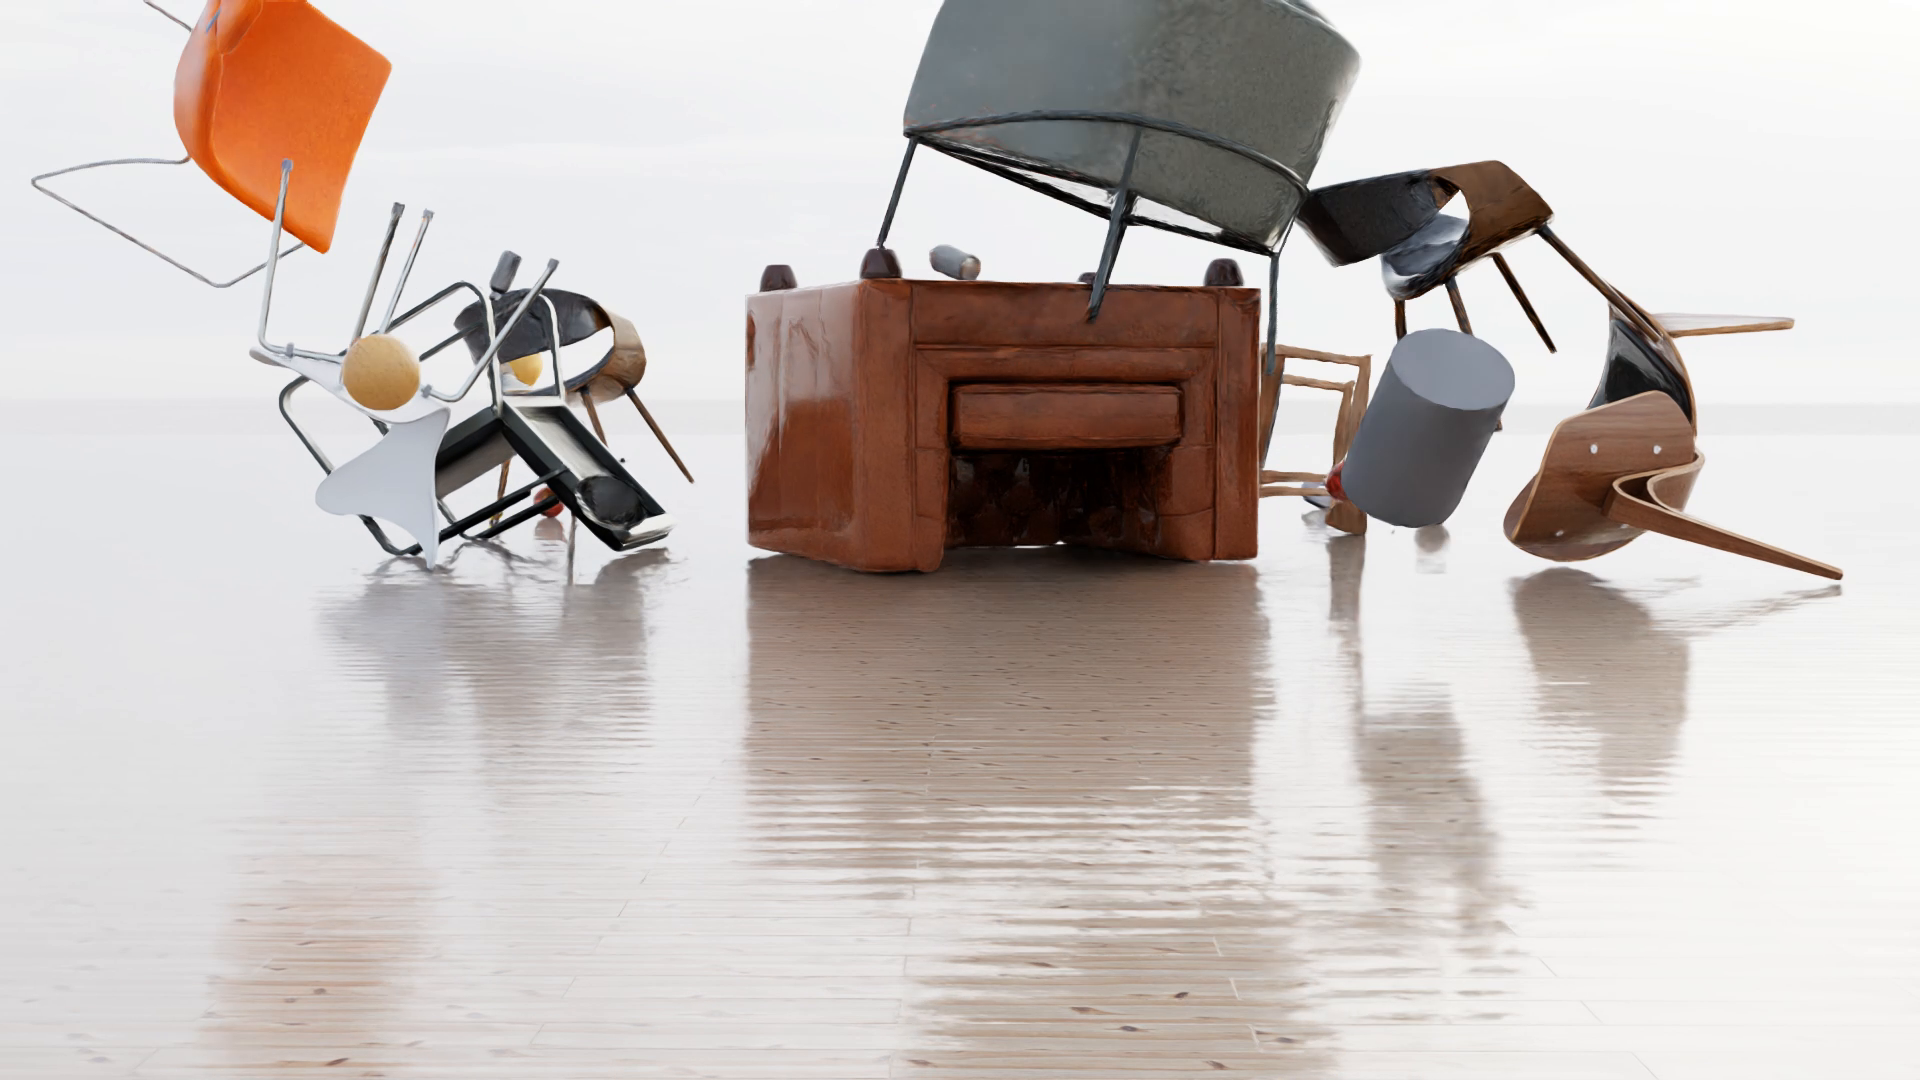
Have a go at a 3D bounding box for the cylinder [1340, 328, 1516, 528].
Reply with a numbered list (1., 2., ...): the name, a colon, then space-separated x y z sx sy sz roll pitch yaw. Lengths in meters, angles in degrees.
1. cylinder: 0.937 -0.224 4.418 0.241 0.309 0.283 39 46 25

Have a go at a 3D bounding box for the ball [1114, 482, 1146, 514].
1. ball: 0.608 -0.150 7.890 0.115 0.115 0.115 0 4 0

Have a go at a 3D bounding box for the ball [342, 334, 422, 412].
1. ball: -1.282 -0.372 4.876 0.172 0.172 0.172 0 4 0

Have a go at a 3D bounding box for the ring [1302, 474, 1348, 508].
1. ring: 1.388 -0.186 8.346 0.259 0.142 0.048 -8 -22 -39

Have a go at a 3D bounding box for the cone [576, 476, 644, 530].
1. cone: -0.922 -0.070 5.704 0.190 0.194 0.074 21 46 -1

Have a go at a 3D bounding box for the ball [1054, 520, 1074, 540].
1. ball: 0.311 -0.031 6.560 0.060 0.060 0.060 0 4 0

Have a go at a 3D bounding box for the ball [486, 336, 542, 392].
1. ball: -1.590 -0.629 7.849 0.197 0.197 0.197 0 4 0
